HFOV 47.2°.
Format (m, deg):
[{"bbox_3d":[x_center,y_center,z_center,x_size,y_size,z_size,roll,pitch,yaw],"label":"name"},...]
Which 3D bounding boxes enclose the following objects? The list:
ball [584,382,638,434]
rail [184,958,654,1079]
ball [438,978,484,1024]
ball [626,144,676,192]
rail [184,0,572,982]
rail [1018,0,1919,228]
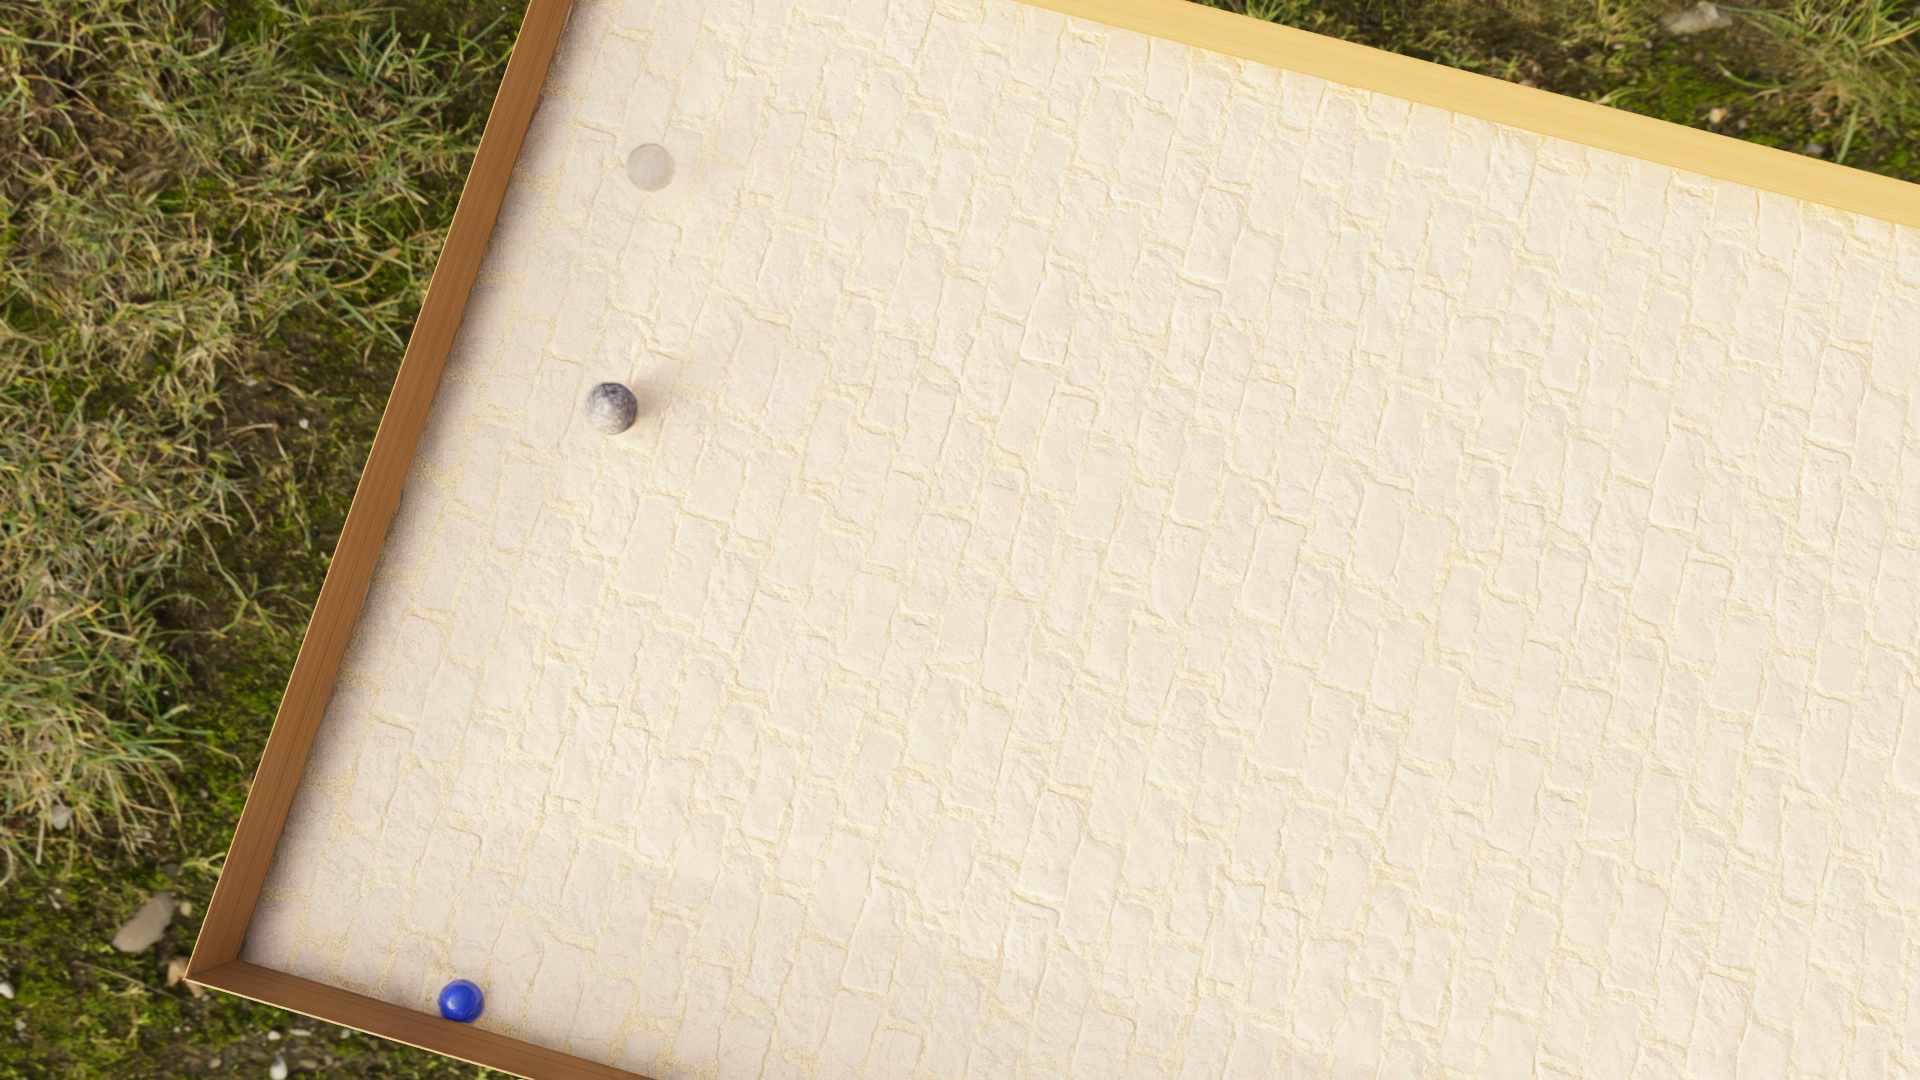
[{"bbox_3d":[-0.535,-0.201,3.375,0.081,0.081,0.081,0,76,0],"label":"ball"},{"bbox_3d":[0.610,1.069,3.048,3.531,0.105,0.045,15,77,4],"label":"rail"},{"bbox_3d":[-0.719,0.665,3.170,0.064,0.064,0.064,0,76,0],"label":"ball"},{"bbox_3d":[-0.488,-0.588,3.472,0.077,0.077,0.077,0,76,0],"label":"ball"},{"bbox_3d":[-0.828,-0.226,3.368,0.045,0.105,1.850,15,77,4],"label":"rail"},{"bbox_3d":[1.091,-0.618,3.464,3.531,0.105,0.045,15,77,4],"label":"rail"}]
